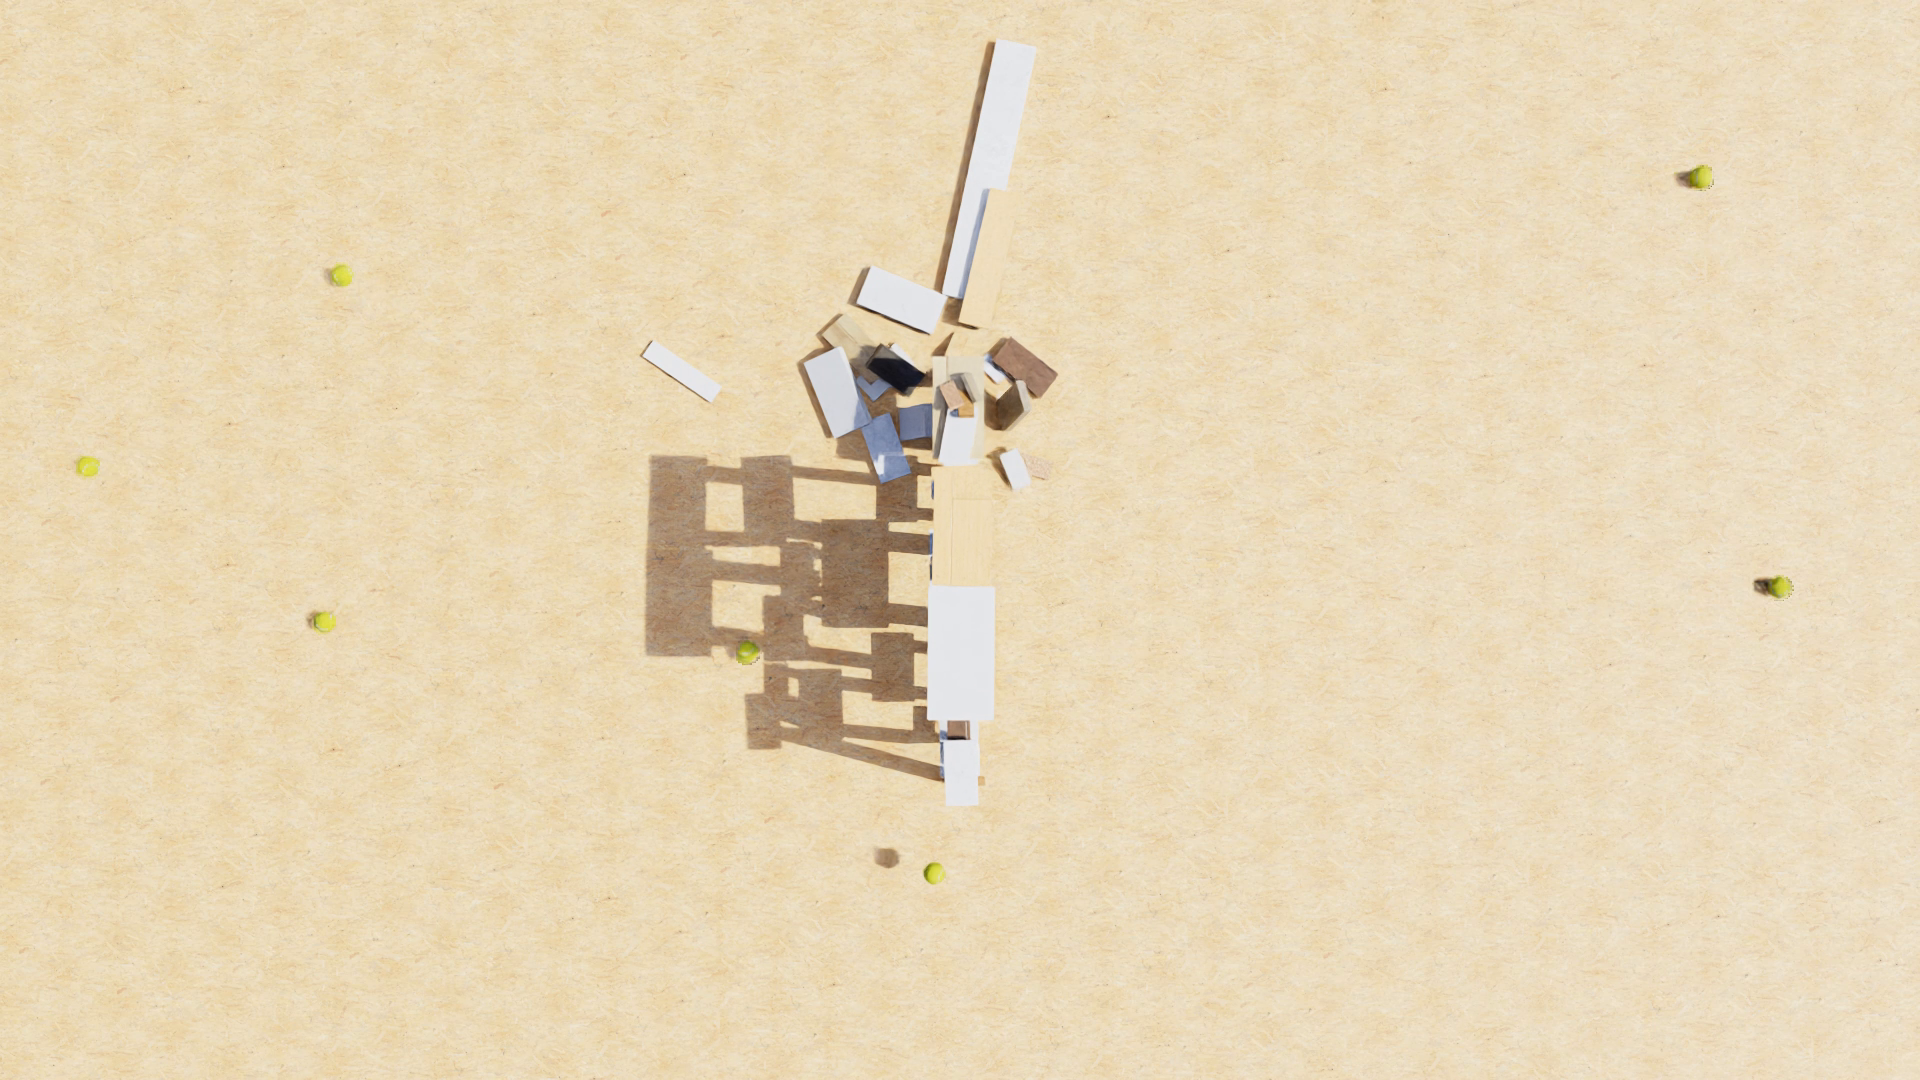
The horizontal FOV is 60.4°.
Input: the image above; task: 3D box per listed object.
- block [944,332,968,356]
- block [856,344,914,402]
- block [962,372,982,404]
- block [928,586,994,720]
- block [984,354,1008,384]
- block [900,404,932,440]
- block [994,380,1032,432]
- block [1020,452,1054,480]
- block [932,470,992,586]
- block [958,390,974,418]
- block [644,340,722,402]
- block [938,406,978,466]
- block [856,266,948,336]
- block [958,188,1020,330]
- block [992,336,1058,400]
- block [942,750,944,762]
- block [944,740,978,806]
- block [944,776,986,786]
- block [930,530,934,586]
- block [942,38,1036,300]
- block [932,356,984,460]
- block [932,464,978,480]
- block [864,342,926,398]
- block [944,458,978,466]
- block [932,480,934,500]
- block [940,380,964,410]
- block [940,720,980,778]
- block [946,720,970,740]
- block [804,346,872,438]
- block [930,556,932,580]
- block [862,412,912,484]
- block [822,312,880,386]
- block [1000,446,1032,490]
[{"bbox_3d":[-0.013,-0.640,5.471,0.049,0.014,0.098,21,63,0],"label":"block"},{"bbox_3d":[-0.250,-0.557,5.487,0.187,0.027,0.094,-43,90,0],"label":"block"},{"bbox_3d":[0.036,-0.473,5.113,0.013,0.047,0.095,-24,90,30],"label":"block"},{"bbox_3d":[0.003,0.305,4.454,0.179,0.051,0.357,0,90,0],"label":"block"},{"bbox_3d":[0.108,-0.570,5.493,0.049,0.014,0.098,-44,90,0],"label":"block"},{"bbox_3d":[-0.143,-0.385,5.397,0.030,0.213,0.107,-2,90,-24],"label":"block"},{"bbox_3d":[0.174,-0.437,5.392,0.029,0.204,0.102,-11,78,-22],"label":"block"},{"bbox_3d":[0.242,-0.247,5.491,0.128,0.018,0.064,16,90,0],"label":"block"},{"bbox_3d":[0.006,-0.031,4.446,0.154,0.044,0.309,1,90,0],"label":"block"},{"bbox_3d":[0.018,-0.421,5.105,0.047,0.013,0.095,0,60,-6],"label":"block"},{"bbox_3d":[-0.924,-0.561,5.491,0.275,0.018,0.064,34,90,0],"label":"block"},{"bbox_3d":[-0.004,-0.326,5.124,0.094,0.027,0.187,10,90,0],"label":"block"},{"bbox_3d":[-0.193,-0.796,5.481,0.270,0.038,0.135,22,90,0],"label":"block"},{"bbox_3d":[0.098,-0.928,5.447,0.102,0.029,0.455,13,90,0],"label":"block"},{"bbox_3d":[0.217,-0.571,5.478,0.204,0.029,0.102,38,83,-1],"label":"block"},{"bbox_3d":[-0.004,0.638,4.874,0.094,0.188,0.027,-5,78,0],"label":"block"},{"bbox_3d":[0.003,0.672,4.766,0.094,0.027,0.188,-2,91,0],"label":"block"},{"bbox_3d":[0.011,0.749,5.140,0.094,0.719,0.027,-1,82,-3],"label":"block"},{"bbox_3d":[-0.005,0.147,5.115,0.180,0.051,0.359,0,90,0],"label":"block"},{"bbox_3d":[0.097,-1.223,5.481,0.135,0.038,0.866,12,90,0],"label":"block"},{"bbox_3d":[-0.005,-0.413,5.159,0.159,0.045,0.318,0,90,0],"label":"block"},{"bbox_3d":[-0.007,-0.078,4.796,0.137,0.039,0.275,-3,90,0],"label":"block"},{"bbox_3d":[-0.214,-0.559,5.437,0.187,0.027,0.094,33,96,-31],"label":"block"},{"bbox_3d":[0.002,-0.149,5.262,0.111,0.031,0.222,0,90,0],"label":"block"},{"bbox_3d":[-0.001,-0.138,4.622,0.154,0.309,0.044,1,90,0],"label":"block"},{"bbox_3d":[-0.025,-0.447,5.106,0.047,0.013,0.095,-24,59,0],"label":"block"},{"bbox_3d":[-0.003,0.595,4.985,0.118,0.033,0.236,-1,90,0],"label":"block"},{"bbox_3d":[-0.004,0.542,4.822,0.068,0.019,0.136,-2,90,0],"label":"block"},{"bbox_3d":[-0.403,-0.487,5.458,0.135,0.038,0.270,-22,90,21],"label":"block"},{"bbox_3d":[-0.007,0.075,4.623,0.154,0.309,0.044,-2,94,0],"label":"block"},{"bbox_3d":[-0.248,-0.305,5.485,0.107,0.030,0.213,-20,90,0],"label":"block"},{"bbox_3d":[-0.338,-0.633,5.468,0.107,0.030,0.233,-44,82,0],"label":"block"},{"bbox_3d":[0.184,-0.238,5.468,0.064,0.018,0.128,-21,107,10],"label":"block"}]
